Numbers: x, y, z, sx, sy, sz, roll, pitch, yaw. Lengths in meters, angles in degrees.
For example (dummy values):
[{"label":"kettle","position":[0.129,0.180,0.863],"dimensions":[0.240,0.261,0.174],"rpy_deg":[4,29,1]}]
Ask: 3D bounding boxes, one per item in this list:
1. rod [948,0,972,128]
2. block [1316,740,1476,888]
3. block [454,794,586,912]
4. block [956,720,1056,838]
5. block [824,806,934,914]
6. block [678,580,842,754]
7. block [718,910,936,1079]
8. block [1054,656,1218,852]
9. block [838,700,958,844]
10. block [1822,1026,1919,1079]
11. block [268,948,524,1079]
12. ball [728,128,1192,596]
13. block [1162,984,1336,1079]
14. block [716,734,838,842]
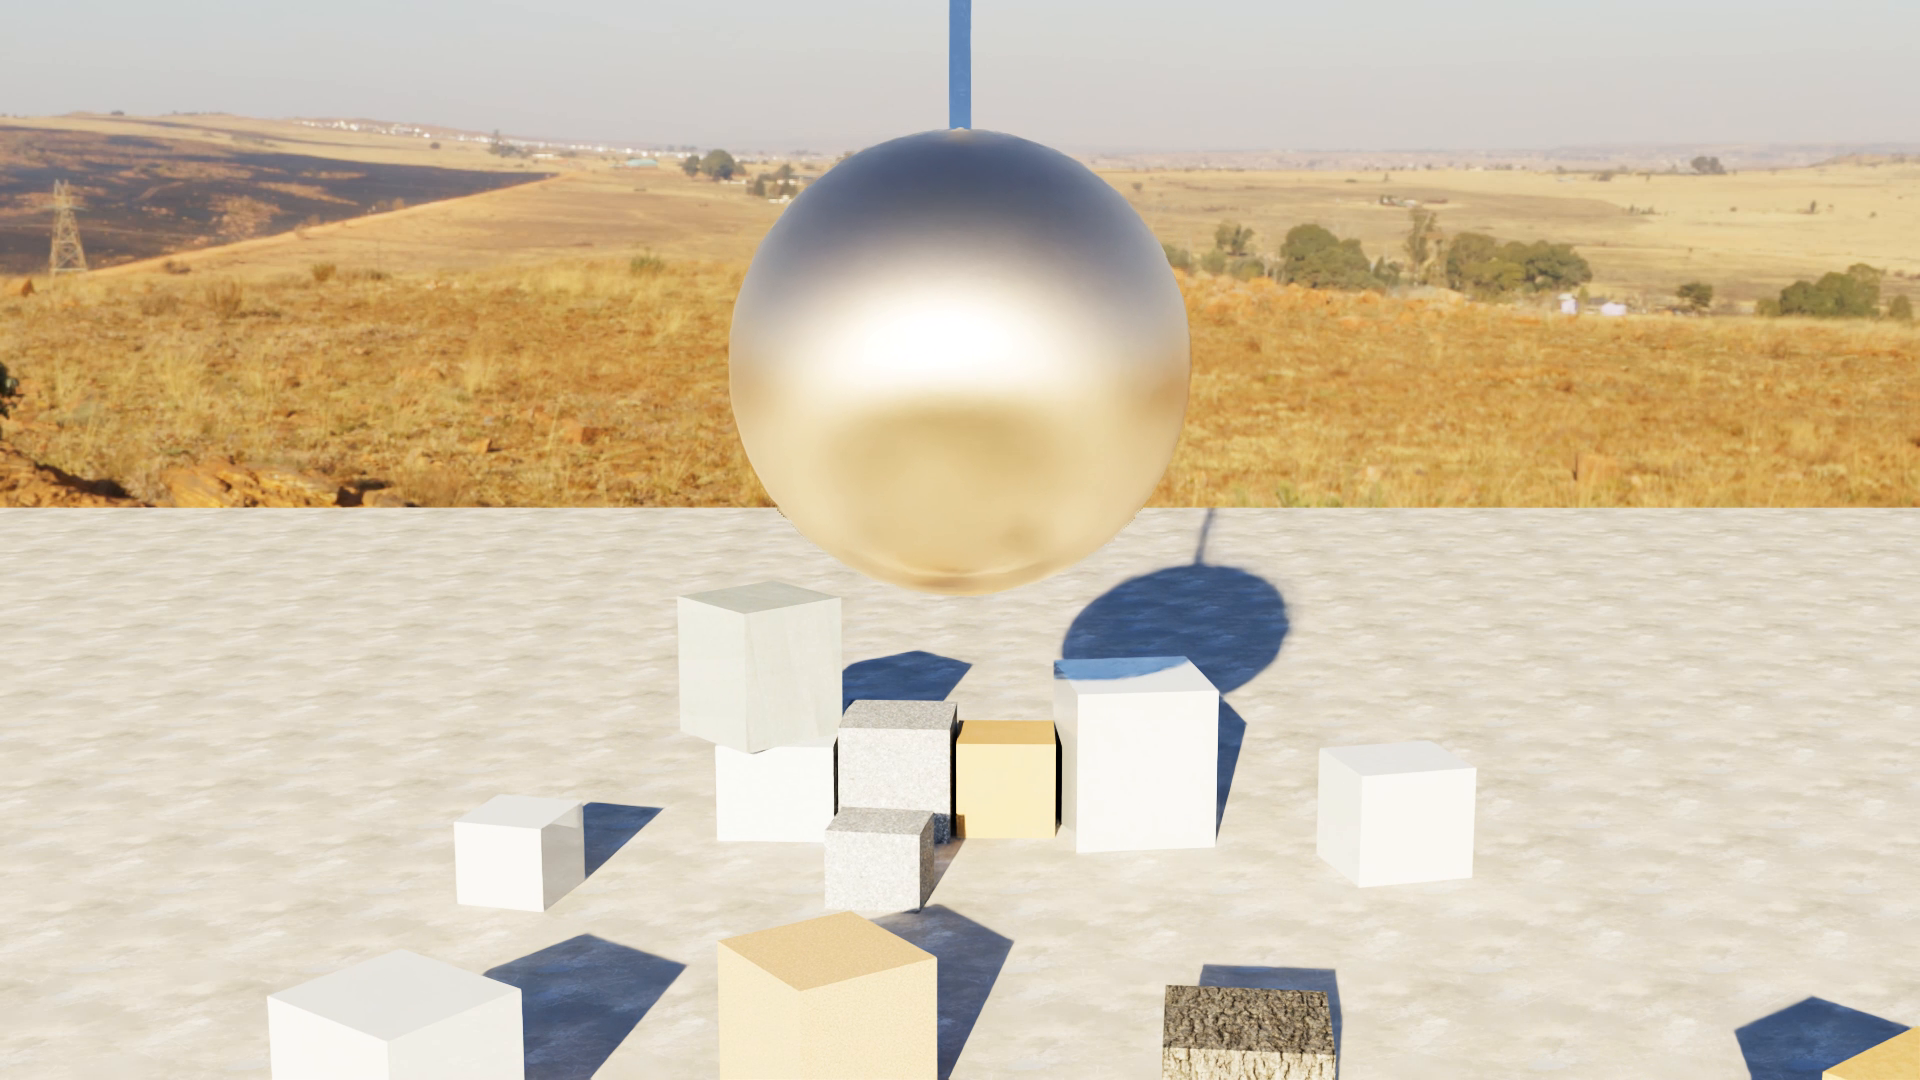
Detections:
[{"label":"rod","position":[0.000,-3.704,9.001],"dimensions":[0.080,5.200,0.080],"rpy_deg":[0,-24,0]},{"label":"block","position":[2.121,1.328,10.729],"dimensions":[0.589,0.548,0.505],"rpy_deg":[-3,11,-14]},{"label":"block","position":[-2.070,1.470,10.369],"dimensions":[0.435,0.397,0.455],"rpy_deg":[3,11,15]},{"label":"block","position":[0.237,1.235,11.394],"dimensions":[0.501,0.494,0.468],"rpy_deg":[0,10,1]},{"label":"block","position":[-0.373,1.494,10.297],"dimensions":[0.443,0.376,0.383],"rpy_deg":[2,10,9]},{"label":"block","position":[-1.026,0.639,11.291],"dimensions":[0.608,0.711,0.578],"rpy_deg":[-9,14,-41]},{"label":"block","position":[-0.495,1.786,8.157],"dimensions":[0.579,0.567,0.604],"rpy_deg":[-7,12,-34]},{"label":"block","position":[0.889,1.088,11.320],"dimensions":[0.706,0.810,0.749],"rpy_deg":[-1,10,-7]},{"label":"block","position":[-0.314,1.189,11.366],"dimensions":[0.562,0.593,0.572],"rpy_deg":[1,10,4]},{"label":"block","position":[3.182,1.991,7.009],"dimensions":[0.588,0.575,0.633],"rpy_deg":[-8,13,-38]},{"label":"block","position":[-1.951,1.860,7.644],"dimensions":[0.644,0.606,0.572],"rpy_deg":[8,13,37]},{"label":"ball","position":[0.000,-0.609,7.595],"dimensions":[1.600,1.600,1.600],"rpy_deg":[0,10,0]},{"label":"block","position":[0.979,1.904,7.547],"dimensions":[0.565,0.553,0.553],"rpy_deg":[1,10,6]},{"label":"block","position":[-0.922,1.233,11.399],"dimensions":[0.593,0.495,0.585],"rpy_deg":[0,10,3]}]
